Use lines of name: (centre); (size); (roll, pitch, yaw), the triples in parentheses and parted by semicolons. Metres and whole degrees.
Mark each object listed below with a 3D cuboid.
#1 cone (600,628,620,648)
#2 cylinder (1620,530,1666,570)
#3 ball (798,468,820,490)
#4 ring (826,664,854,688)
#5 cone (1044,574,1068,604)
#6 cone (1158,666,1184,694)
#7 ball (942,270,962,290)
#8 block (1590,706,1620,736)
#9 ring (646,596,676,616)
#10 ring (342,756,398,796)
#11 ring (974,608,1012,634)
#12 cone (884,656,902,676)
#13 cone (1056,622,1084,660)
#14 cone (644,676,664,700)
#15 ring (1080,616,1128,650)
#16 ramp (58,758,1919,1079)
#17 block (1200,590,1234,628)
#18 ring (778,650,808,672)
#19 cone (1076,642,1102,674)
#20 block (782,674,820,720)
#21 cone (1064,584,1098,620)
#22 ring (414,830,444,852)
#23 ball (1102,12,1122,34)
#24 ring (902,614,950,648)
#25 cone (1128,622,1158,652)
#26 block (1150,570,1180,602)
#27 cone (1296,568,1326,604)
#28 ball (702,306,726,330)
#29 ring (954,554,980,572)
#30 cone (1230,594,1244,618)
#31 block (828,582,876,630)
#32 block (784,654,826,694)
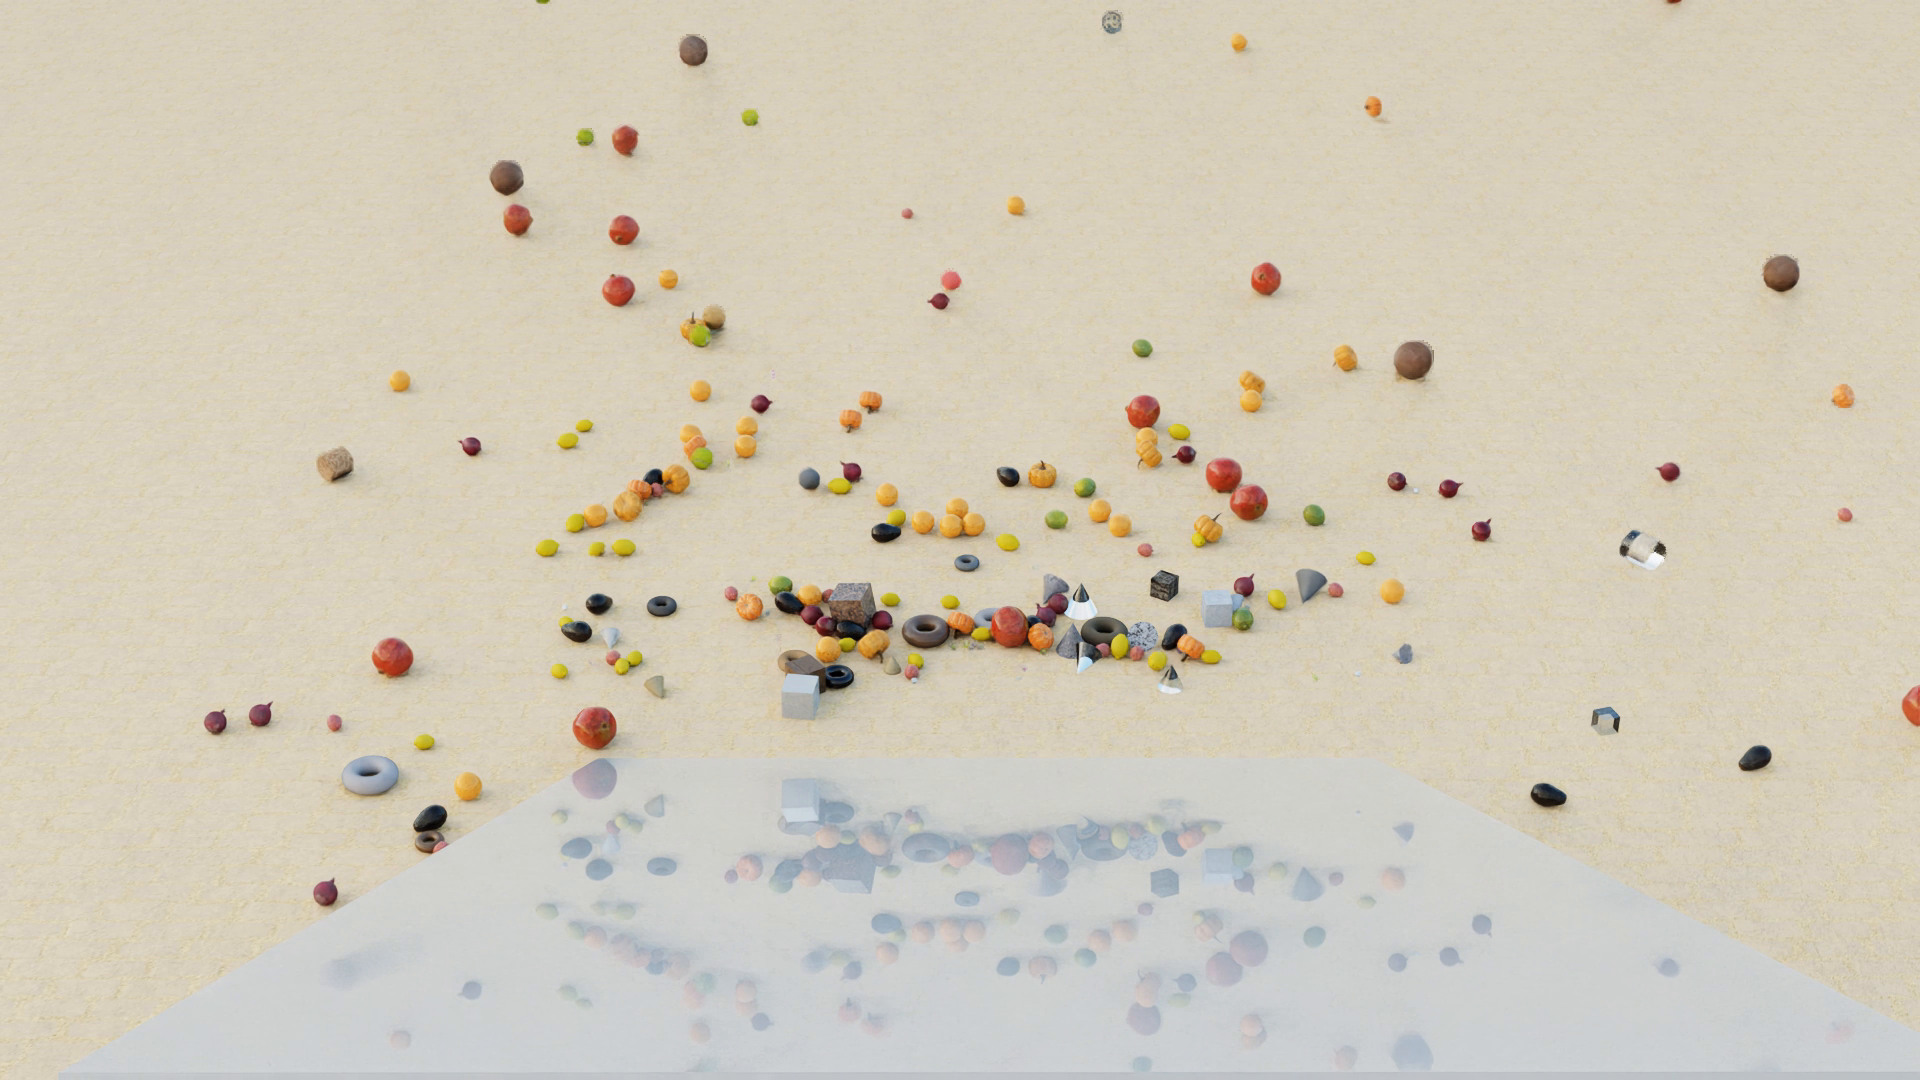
cone: (-0.984, 0.285, 7.285); (0.057, 0.057, 0.057); (-1, 57, -2)
cylinder: (2.017, 0.031, 7.652); (0.092, 0.092, 0.092); (-20, 36, -30)
ball: (-0.468, -0.188, 8.048); (0.068, 0.068, 0.068); (0, 30, 0)
ring: (-0.339, 0.376, 7.124); (0.098, 0.033, 0.098); (0, 29, 0)
cone: (0.260, 0.156, 7.493); (0.083, 0.083, 0.083); (18, 61, 27)
cone: (0.579, 0.371, 7.094); (0.072, 0.072, 0.072); (0, 30, 0)
ball: (-0.031, -0.934, 9.312); (0.070, 0.070, 0.070); (0, 30, 0)
block: (1.726, 0.485, 6.920); (0.052, 0.052, 0.052); (-9, 32, -15)
ring: (-0.858, 0.190, 7.444); (0.087, 0.029, 0.087); (1, 31, -1)
ring: (-1.529, 0.610, 6.712); (0.146, 0.049, 0.146); (1, 29, 0)
ring: (0.094, 0.231, 7.366); (0.112, 0.037, 0.112); (-1, 31, 1)
cone: (-0.187, 0.338, 7.169); (0.052, 0.052, 0.052); (0, 30, 0)
cone: (0.315, 0.270, 7.246); (0.092, 0.092, 0.092); (0, 30, 0)
cone: (-0.825, 0.412, 7.069); (0.060, 0.060, 0.060); (-15, 60, -23)
ring: (0.408, 0.262, 7.305); (0.135, 0.045, 0.135); (1, 30, -1)
ramp: (0.068, 0.605, 4.671); (2.000, 0.100, 4.000); (0, 0, 0)
block: (0.733, 0.196, 7.386); (0.077, 0.077, 0.077); (-2, 31, -4)
ring: (-0.458, 0.338, 7.188); (0.098, 0.033, 0.098); (1, 30, -1)
cone: (0.342, 0.340, 7.182); (0.081, 0.081, 0.081); (15, 60, 23)
block: (-0.431, 0.424, 6.990); (0.086, 0.086, 0.086); (4, 31, 7)
cone: (0.347, 0.162, 7.424); (0.096, 0.096, 0.096); (0, 30, 0)
ring: (-1.329, 0.756, 6.486); (0.075, 0.025, 0.075); (0, 32, 0)
ball: (0.684, -2.328, 11.654); (0.096, 0.096, 0.096); (0, 30, 0)
ring: (-0.096, 0.257, 7.314); (0.137, 0.046, 0.137); (0, 32, 0)
cone: (0.509, 0.269, 7.300); (0.086, 0.086, 0.086); (-2, 4, -4)
block: (0.593, 0.133, 7.510); (0.060, 0.060, 0.060); (19, 35, 29)
cone: (1.006, 0.147, 7.503); (0.093, 0.093, 0.093); (11, 59, 18)
ball: (-0.859, -0.775, 9.031); (0.081, 0.081, 0.081); (0, 30, 0)
ring: (0.020, 0.068, 7.655); (0.075, 0.025, 0.075); (-1, 31, 1)
cone: (0.790, 0.197, 7.432); (0.062, 0.062, 0.062); (-3, 57, -5)
block: (-0.306, 0.189, 7.361); (0.099, 0.099, 0.099); (-1, 29, 18)
block: (-0.422, 0.376, 7.077); (0.080, 0.080, 0.080); (-19, 35, -29)
